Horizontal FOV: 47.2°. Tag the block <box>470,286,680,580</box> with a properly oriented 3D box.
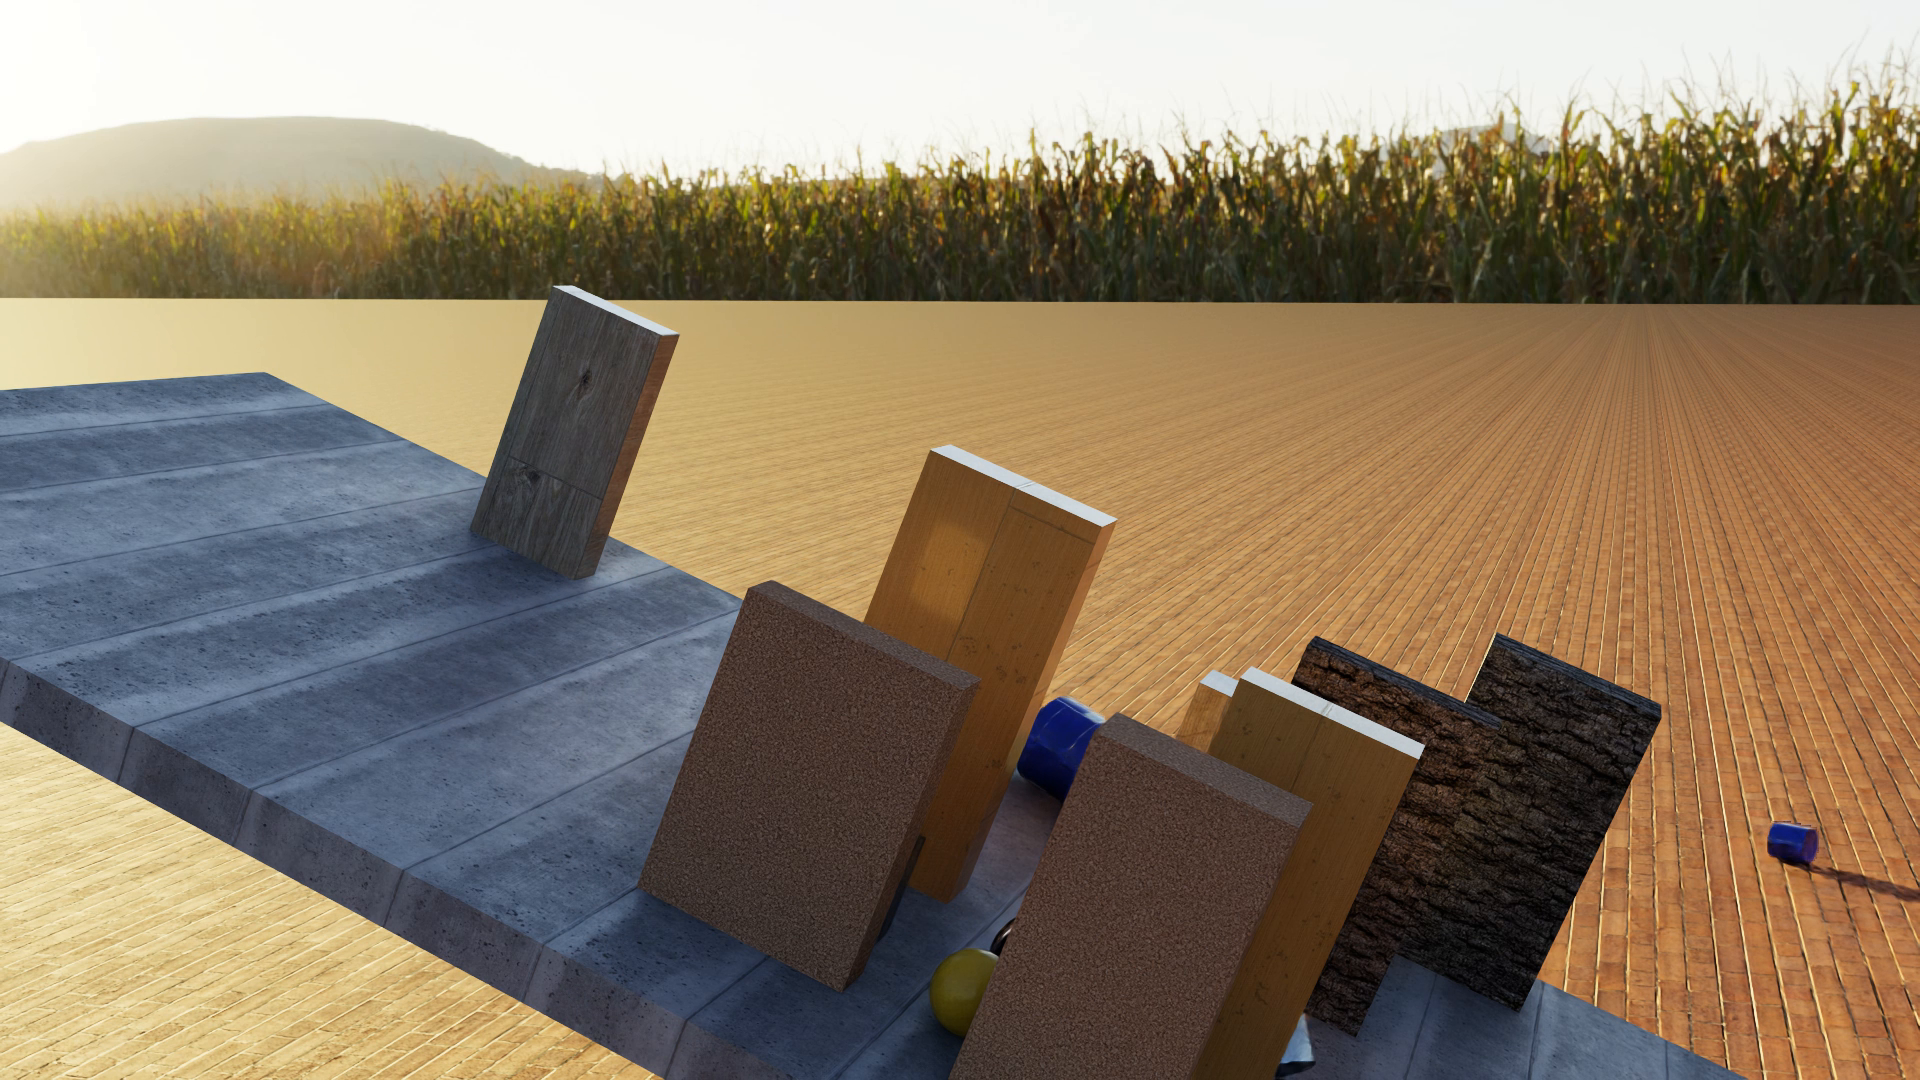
[{"bbox_3d":[-0.866,-0.240,4.933,0.282,0.592,0.096,25,13,13],"label":"block"}]

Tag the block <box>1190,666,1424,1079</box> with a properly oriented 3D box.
[{"bbox_3d":[0.469,0.578,3.552,0.301,0.676,0.105,25,13,13],"label":"block"}]

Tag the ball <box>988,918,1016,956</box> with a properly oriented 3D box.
[{"bbox_3d":[0.142,0.702,3.589,0.199,0.199,0.199,0,7,0],"label":"ball"}]

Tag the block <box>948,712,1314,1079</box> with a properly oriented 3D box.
[{"bbox_3d":[0.247,0.603,3.253,0.319,0.602,0.149,25,13,13],"label":"block"}]

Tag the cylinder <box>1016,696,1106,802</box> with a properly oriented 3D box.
[{"bbox_3d":[0.262,0.472,4.729,0.201,0.201,0.201,30,24,34],"label":"cylinder"}]

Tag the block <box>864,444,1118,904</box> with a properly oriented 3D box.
[{"bbox_3d":[-0.020,0.242,3.971,0.336,0.749,0.121,25,13,13],"label":"block"}]

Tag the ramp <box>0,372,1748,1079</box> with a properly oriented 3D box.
[{"bbox_3d":[-0.306,0.543,4.194,4.000,0.100,2.000,25,13,13],"label":"ramp"}]

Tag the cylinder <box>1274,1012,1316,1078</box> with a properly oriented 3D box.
[{"bbox_3d":[0.535,0.843,3.734,0.114,0.114,0.114,-8,-26,-4],"label":"cylinder"}]

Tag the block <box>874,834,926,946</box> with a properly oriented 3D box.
[{"bbox_3d":[-0.194,0.561,3.660,0.182,0.182,0.182,24,13,10],"label":"block"}]

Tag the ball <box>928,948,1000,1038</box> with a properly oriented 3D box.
[{"bbox_3d":[0.021,0.715,3.472,0.140,0.140,0.140,0,7,0],"label":"ball"}]

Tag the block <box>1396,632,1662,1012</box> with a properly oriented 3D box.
[{"bbox_3d":[1.144,0.587,4.591,0.361,0.687,0.148,25,13,13],"label":"block"}]

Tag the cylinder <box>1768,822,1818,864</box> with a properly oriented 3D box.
[{"bbox_3d":[2.629,0.958,6.946,0.113,0.113,0.113,7,10,44],"label":"cylinder"}]

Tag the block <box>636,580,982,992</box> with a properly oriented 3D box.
[{"bbox_3d":[-0.244,0.388,3.491,0.379,0.535,0.099,25,13,13],"label":"block"}]

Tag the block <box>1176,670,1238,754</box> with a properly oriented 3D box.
[{"bbox_3d":[0.586,0.555,4.349,0.406,0.451,0.145,25,13,13],"label":"block"}]

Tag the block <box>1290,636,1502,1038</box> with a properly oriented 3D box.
[{"bbox_3d":[0.702,0.552,4.112,0.372,0.643,0.108,25,13,13],"label":"block"}]
